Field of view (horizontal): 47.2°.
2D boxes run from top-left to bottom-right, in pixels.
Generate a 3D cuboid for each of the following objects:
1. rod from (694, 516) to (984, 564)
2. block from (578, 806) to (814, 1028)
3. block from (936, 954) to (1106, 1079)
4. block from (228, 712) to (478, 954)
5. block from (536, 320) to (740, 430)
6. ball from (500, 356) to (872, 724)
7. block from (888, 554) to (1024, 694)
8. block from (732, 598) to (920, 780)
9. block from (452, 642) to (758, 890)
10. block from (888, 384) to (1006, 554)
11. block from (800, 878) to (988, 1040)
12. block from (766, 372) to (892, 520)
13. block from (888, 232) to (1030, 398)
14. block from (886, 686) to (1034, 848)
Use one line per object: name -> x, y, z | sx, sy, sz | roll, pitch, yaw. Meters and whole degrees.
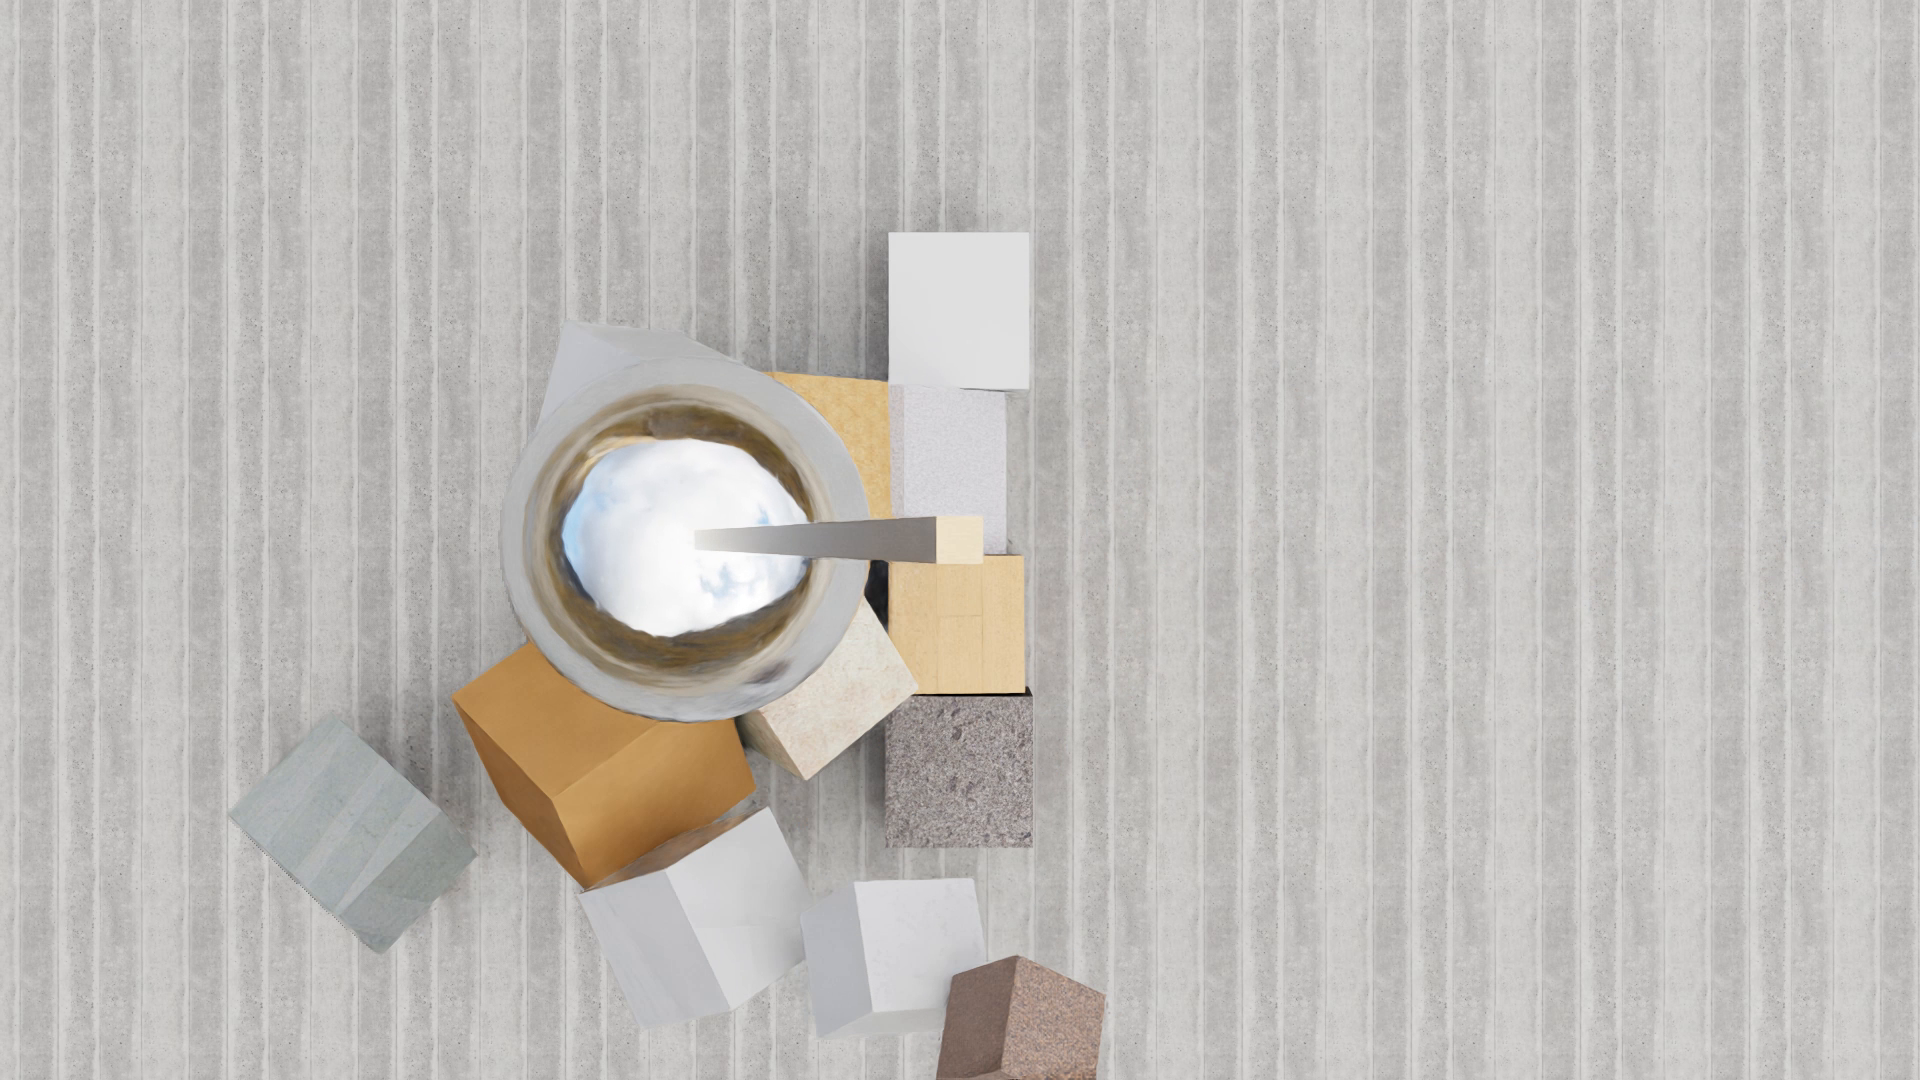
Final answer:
rod -> -0.512, 0.000, 6.238 | 0.080, 5.200, 0.080 | 0, 90, -11
block -> -1.324, 1.960, 11.412 | 0.789, 0.760, 0.777 | -22, 94, 44
block -> 0.288, 2.372, 10.412 | 0.557, 0.493, 0.563 | 30, 53, -28
block -> -3.363, 1.645, 12.258 | 0.886, 0.812, 0.764 | 37, 72, 18
block -> -1.538, -0.578, 11.052 | 0.785, 0.783, 0.774 | 28, 107, 35
ball -> -1.182, 0.000, 9.572 | 1.600, 1.600, 1.600 | 0, 90, 0
block -> -0.020, 0.468, 12.572 | 0.751, 0.857, 0.758 | -1, 90, 0
block -> -0.885, 0.673, 11.904 | 0.799, 0.841, 0.729 | -39, 116, -18
block -> -1.926, 1.109, 11.992 | 1.074, 0.943, 1.011 | -36, 50, -22
block -> -0.379, -0.373, 12.364 | 0.912, 0.903, 0.917 | 0, 90, 38
block -> -0.318, 2.074, 10.905 | 0.678, 0.591, 0.632 | 4, 65, -31
block -> -0.979, -0.402, 11.686 | 0.833, 0.904, 0.871 | -2, 89, 38
block -> -0.006, -1.271, 12.599 | 0.779, 0.803, 0.867 | 0, 90, 0
block -> -0.003, 1.286, 12.589 | 0.818, 0.823, 0.838 | 0, 90, 0
